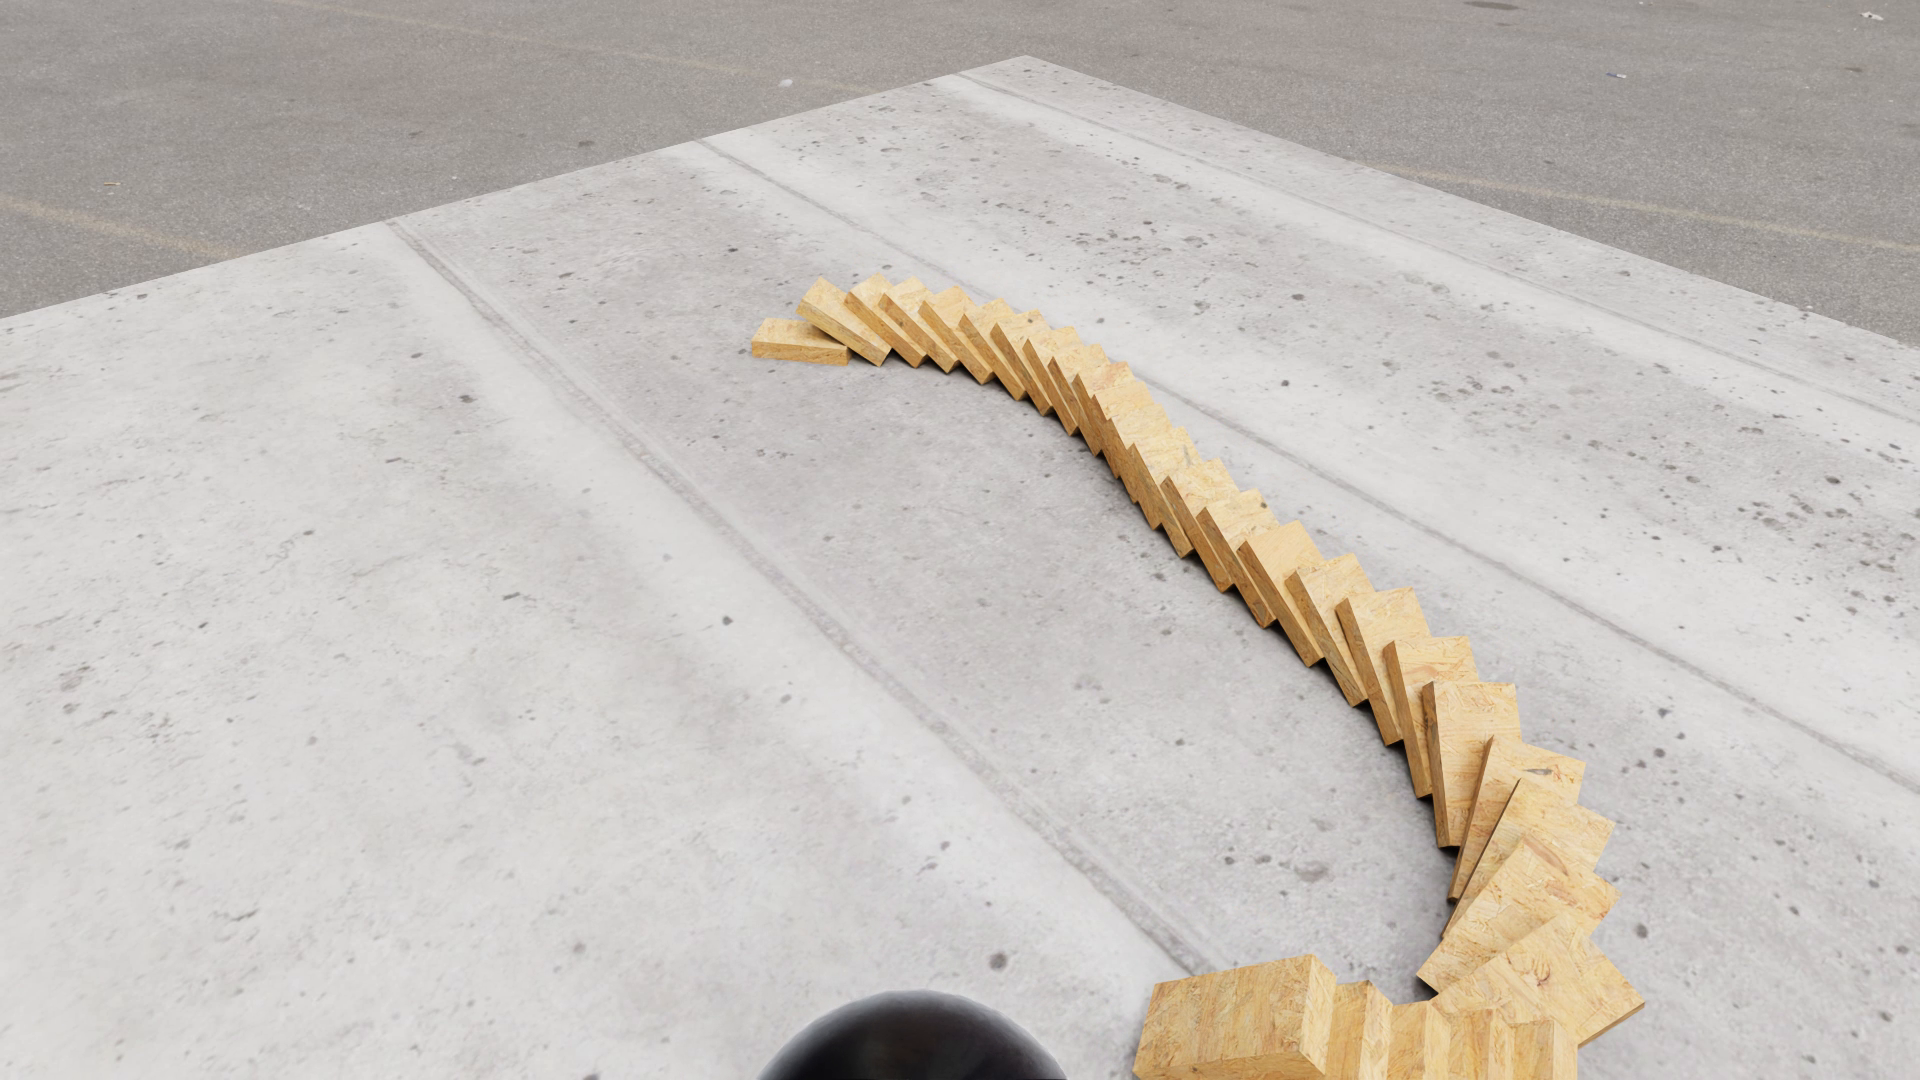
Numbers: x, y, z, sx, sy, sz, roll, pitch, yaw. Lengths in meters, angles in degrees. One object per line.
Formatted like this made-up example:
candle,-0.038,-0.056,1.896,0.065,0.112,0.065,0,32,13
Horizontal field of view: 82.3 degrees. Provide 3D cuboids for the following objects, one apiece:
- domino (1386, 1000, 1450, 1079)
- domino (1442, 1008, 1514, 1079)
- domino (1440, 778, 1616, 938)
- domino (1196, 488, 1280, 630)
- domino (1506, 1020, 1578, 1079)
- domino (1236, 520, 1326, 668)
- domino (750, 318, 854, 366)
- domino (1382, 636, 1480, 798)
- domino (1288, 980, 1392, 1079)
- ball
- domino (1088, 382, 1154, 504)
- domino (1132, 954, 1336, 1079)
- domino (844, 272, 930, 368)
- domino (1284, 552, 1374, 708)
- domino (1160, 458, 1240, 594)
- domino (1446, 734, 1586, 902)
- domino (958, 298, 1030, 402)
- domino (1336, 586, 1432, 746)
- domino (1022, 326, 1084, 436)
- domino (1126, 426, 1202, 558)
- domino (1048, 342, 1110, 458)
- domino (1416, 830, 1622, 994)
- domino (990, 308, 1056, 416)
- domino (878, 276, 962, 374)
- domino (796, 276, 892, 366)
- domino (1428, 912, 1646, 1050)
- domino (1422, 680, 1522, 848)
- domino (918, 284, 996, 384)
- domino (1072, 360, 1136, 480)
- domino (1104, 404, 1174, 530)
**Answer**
domino,0.090,0.127,0.262,0.010,0.050,0.025,46,42,-13
domino,0.104,0.128,0.261,0.009,0.050,0.025,46,44,-13
domino,0.157,0.095,0.305,0.025,0.009,0.050,27,82,25
domino,0.114,0.006,0.419,0.025,0.010,0.050,-19,69,-22
domino,0.118,0.129,0.259,0.009,0.050,0.025,46,45,-13
domino,0.126,0.019,0.404,0.025,0.009,0.050,-19,68,-22
domino,-0.080,-0.103,0.569,0.050,0.009,0.025,7,40,8
domino,0.156,0.057,0.356,0.025,0.009,0.050,-3,67,-3
domino,0.078,0.124,0.266,0.009,0.050,0.025,46,42,-13
ball,-0.010,0.134,0.224,0.080,0.080,0.080,0,39,0
domino,0.077,-0.043,0.476,0.025,0.009,0.050,-16,73,-20
domino,0.067,0.120,0.271,0.009,0.050,0.025,46,42,-13
domino,-0.032,-0.113,0.562,0.050,0.010,0.025,42,48,3
domino,0.139,0.031,0.389,0.025,0.009,0.050,-15,68,-18
domino,0.103,-0.006,0.434,0.025,0.009,0.050,-19,70,-22
domino,0.162,0.085,0.321,0.025,0.009,0.050,17,72,20
domino,0.024,-0.094,0.540,0.025,0.010,0.050,-29,75,-30
domino,0.149,0.042,0.374,0.025,0.009,0.050,-8,68,-12
domino,0.052,-0.075,0.517,0.025,0.009,0.050,-19,73,-23
domino,0.091,-0.020,0.449,0.025,0.009,0.050,-19,74,-22
domino,0.063,-0.064,0.504,0.025,0.010,0.050,-19,72,-21
domino,0.148,0.105,0.293,0.025,0.010,0.050,38,87,33
domino,0.039,-0.086,0.529,0.025,0.010,0.050,-23,74,-28
domino,-0.015,-0.110,0.557,0.050,0.010,0.025,45,48,5
domino,-0.056,-0.111,0.561,0.050,0.010,0.025,32,41,-8
domino,0.141,0.119,0.277,0.050,0.010,0.025,-37,49,6
domino,0.160,0.069,0.340,0.025,0.010,0.050,2,70,2
domino,0.005,-0.103,0.550,0.025,0.010,0.050,-33,78,-38
domino,0.072,-0.054,0.490,0.025,0.009,0.050,-16,73,-19
domino,0.083,-0.031,0.462,0.025,0.009,0.050,-17,73,-20
